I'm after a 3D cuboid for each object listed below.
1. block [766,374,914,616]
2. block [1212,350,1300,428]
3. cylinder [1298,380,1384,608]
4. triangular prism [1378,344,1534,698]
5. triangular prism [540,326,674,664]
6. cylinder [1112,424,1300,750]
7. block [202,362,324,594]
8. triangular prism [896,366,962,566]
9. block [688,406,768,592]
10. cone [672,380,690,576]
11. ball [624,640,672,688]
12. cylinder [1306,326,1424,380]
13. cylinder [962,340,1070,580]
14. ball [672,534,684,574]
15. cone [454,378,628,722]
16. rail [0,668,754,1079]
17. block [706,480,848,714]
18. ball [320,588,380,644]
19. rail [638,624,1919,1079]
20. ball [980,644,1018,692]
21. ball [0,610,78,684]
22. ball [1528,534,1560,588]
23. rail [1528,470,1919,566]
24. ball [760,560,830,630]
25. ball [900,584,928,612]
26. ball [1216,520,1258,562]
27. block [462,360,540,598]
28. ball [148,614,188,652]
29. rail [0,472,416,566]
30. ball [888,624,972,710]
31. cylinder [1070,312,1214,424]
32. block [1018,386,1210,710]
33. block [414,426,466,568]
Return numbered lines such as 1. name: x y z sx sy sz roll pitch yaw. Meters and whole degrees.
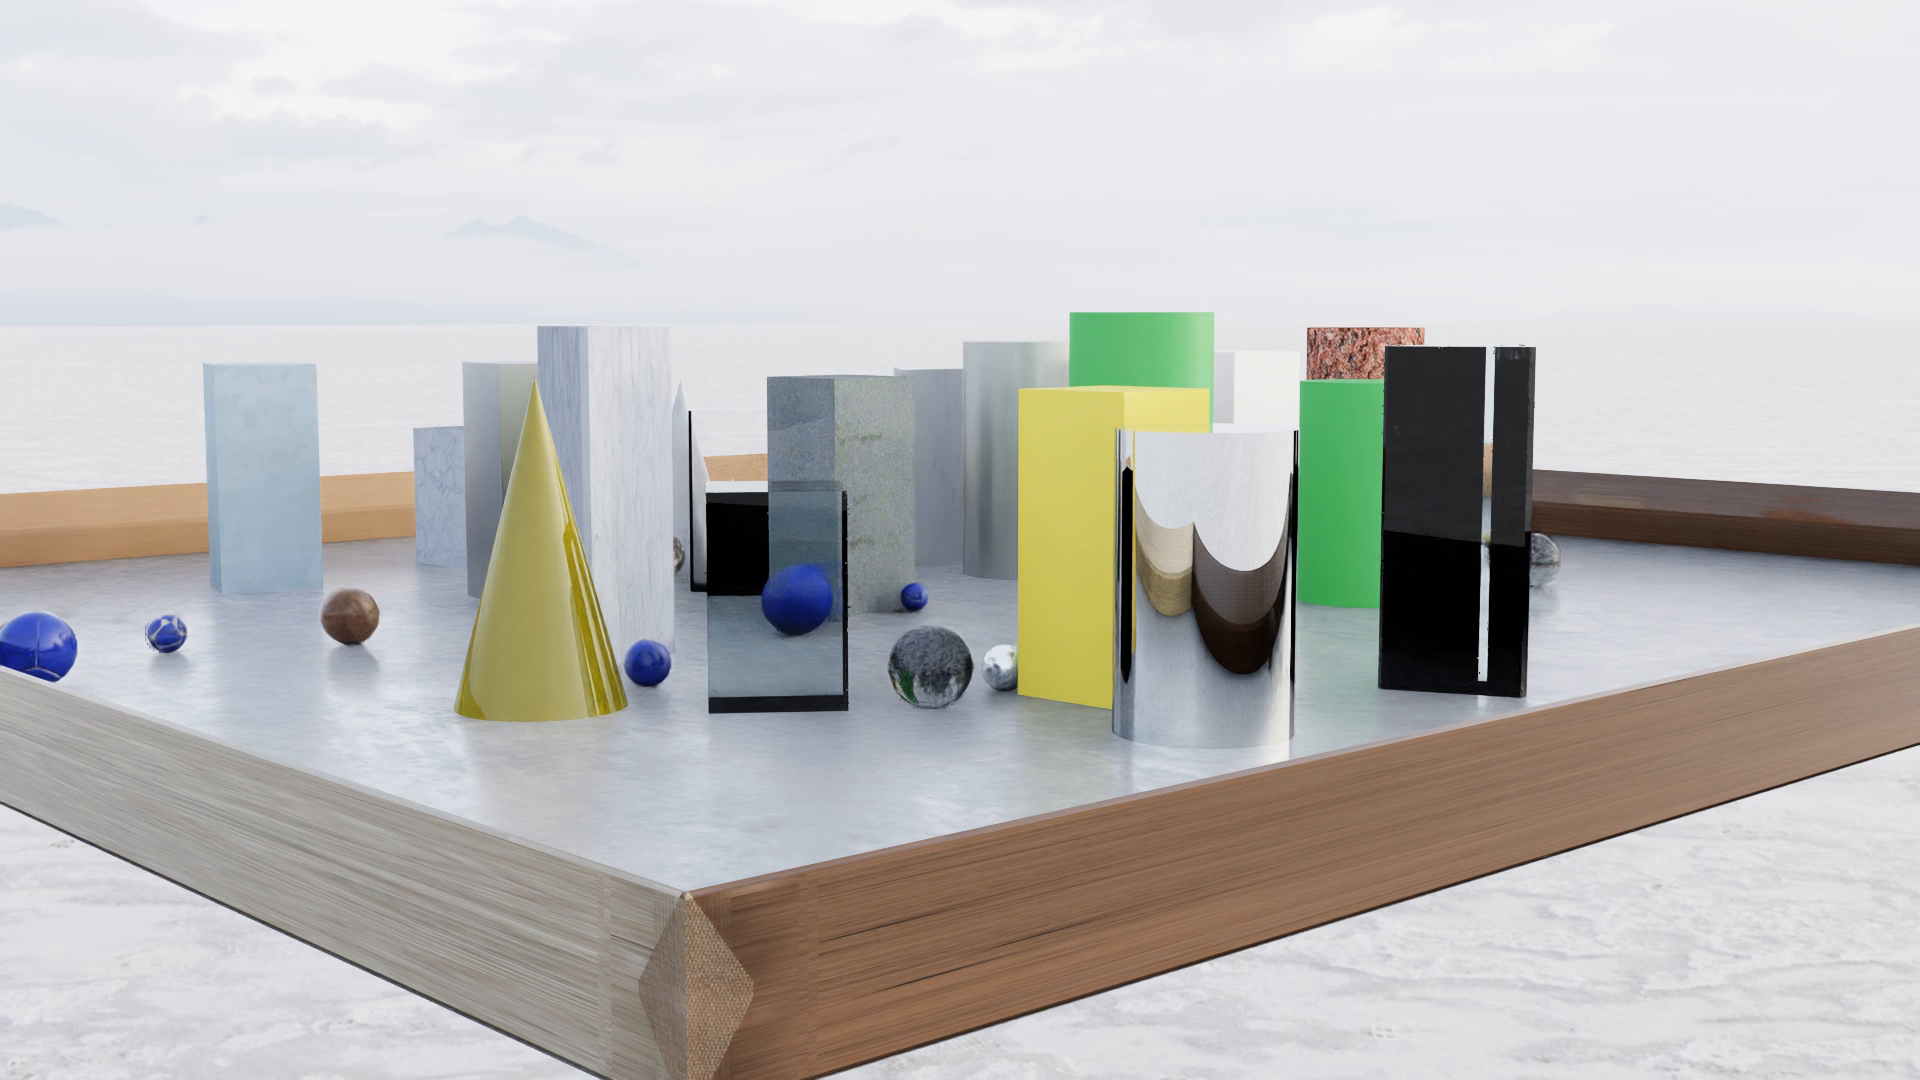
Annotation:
1. block: -0.177 -0.071 3.277 0.155 0.345 0.155 -6 8 -44
2. block: 0.511 -0.162 4.041 0.155 0.367 0.155 -4 7 -34
3. cylinder: 0.616 -0.075 3.368 0.193 0.335 0.193 0 6 0
4. triangular prism: 0.597 -0.029 2.606 0.168 0.402 0.145 2 6 21
5. triangular prism: -0.477 -0.060 2.804 0.145 0.423 0.168 4 7 31
6. cylinder: 0.257 0.043 2.312 0.193 0.321 0.193 0 6 0
7. block: -1.120 -0.104 3.533 0.155 0.358 0.155 -3 7 -25
8. triangular prism: -0.073 -0.135 3.909 0.168 0.341 0.145 -4 7 -37
9. block: -0.353 -0.069 3.538 0.155 0.287 0.155 0 6 -4
10. cone: -0.474 -0.111 3.754 0.193 0.326 0.193 0 6 0
11. ball: -0.369 0.145 2.598 0.057 0.057 0.057 0 6 0
12. cylinder: 0.675 -0.148 3.683 0.193 0.414 0.193 0 6 0
13. cylinder: 0.101 -0.138 3.703 0.193 0.391 0.193 0 6 0
14. ball: -0.495 0.025 3.644 0.078 0.078 0.078 0 6 0
15. cone: -0.471 0.003 2.456 0.193 0.370 0.193 0 6 0
16. rail: -1.129 0.142 2.296 0.045 0.126 2.940 -6 8 -42
17. block: -0.210 0.061 2.500 0.155 0.245 0.155 -1 6 -6
18. ball: -0.811 0.101 2.927 0.076 0.076 0.076 0 6 0
19. rail: 0.981 0.144 2.275 3.121 0.126 0.045 -6 8 -42
20. ball: 0.051 0.149 2.571 0.055 0.055 0.055 0 6 0
21. ball: -1.090 0.129 2.593 0.091 0.091 0.091 0 6 0
22. ball: 0.919 0.033 3.530 0.087 0.087 0.087 0 6 0
23. rail: 1.129 -0.076 4.368 0.045 0.126 2.940 -6 8 -42
24. ball: -0.230 0.076 3.064 0.097 0.097 0.097 0 6 0
25. ball: -0.067 0.085 3.249 0.042 0.042 0.042 0 6 0
26. ball: 0.487 0.002 3.872 0.076 0.076 0.076 0 6 0
27. block: -0.661 -0.092 3.390 0.155 0.363 0.155 -4 7 -33
28. ball: -1.030 0.122 2.858 0.050 0.050 0.050 0 6 0
29. rail: -0.981 -0.078 4.389 3.121 0.126 0.045 -6 8 -42
30. ball: -0.033 0.141 2.453 0.095 0.095 0.095 0 6 0
31. cylinder: 0.243 -0.086 2.967 0.193 0.440 0.193 0 6 0
32. block: 0.176 0.003 2.535 0.155 0.354 0.155 6 8 43
33. block: -0.850 -0.079 3.875 0.155 0.237 0.155 5 8 42
